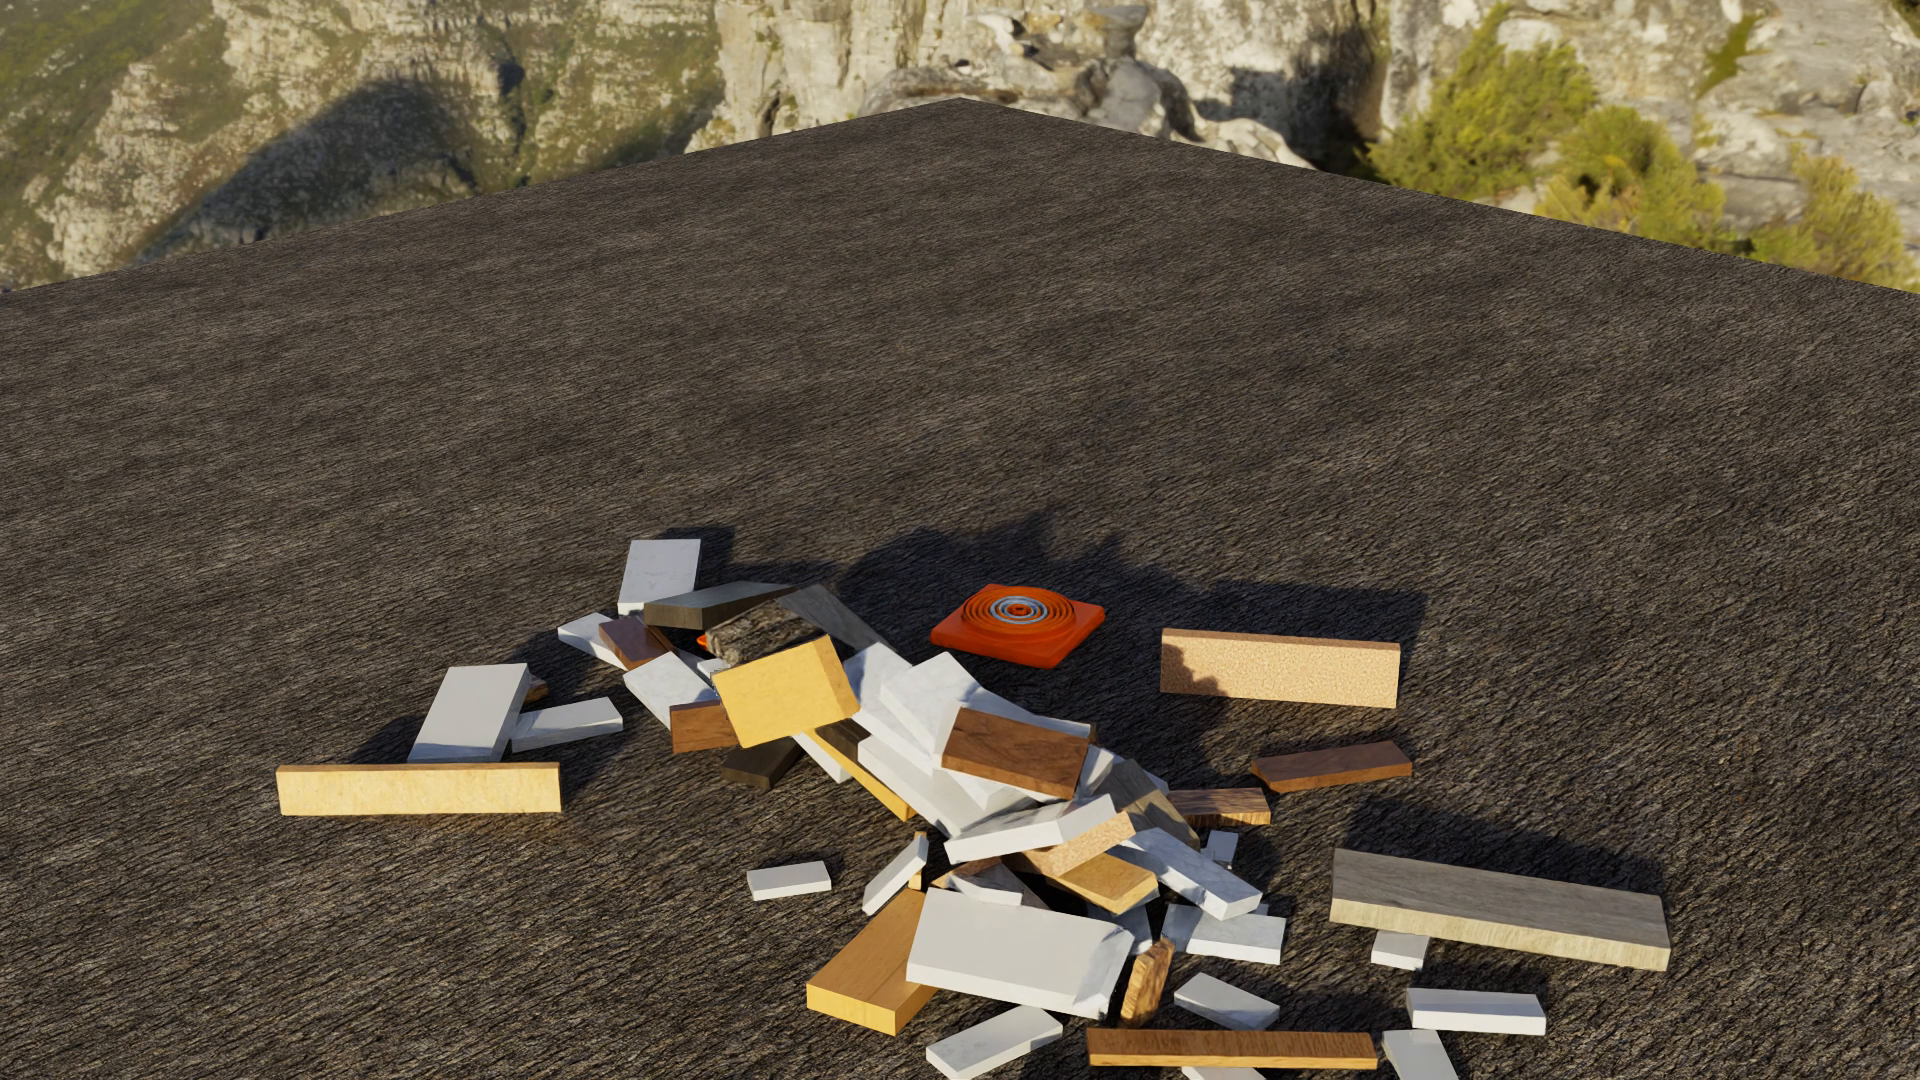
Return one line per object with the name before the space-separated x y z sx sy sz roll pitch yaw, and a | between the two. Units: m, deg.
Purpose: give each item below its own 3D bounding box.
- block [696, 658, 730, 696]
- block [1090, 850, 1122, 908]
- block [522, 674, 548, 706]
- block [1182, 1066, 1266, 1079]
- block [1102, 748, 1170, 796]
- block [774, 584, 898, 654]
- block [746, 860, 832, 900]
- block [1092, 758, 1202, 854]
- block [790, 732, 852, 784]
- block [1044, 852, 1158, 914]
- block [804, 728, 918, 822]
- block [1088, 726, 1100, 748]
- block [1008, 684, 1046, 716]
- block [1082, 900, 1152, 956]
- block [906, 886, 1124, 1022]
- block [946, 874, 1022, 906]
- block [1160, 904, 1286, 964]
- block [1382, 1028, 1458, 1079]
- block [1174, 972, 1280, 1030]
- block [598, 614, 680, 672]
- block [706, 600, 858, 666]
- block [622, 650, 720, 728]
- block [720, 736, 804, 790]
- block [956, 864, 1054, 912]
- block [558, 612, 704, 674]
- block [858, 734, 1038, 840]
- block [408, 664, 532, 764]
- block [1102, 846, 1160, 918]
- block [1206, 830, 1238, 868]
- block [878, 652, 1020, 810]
block | -0.470 0.335 4.872 0.124 0.035 0.247 -12 35 -32
block | 0.242 0.617 4.109 0.100 0.028 0.201 -25 24 -22
block | -1.042 0.349 4.897 0.221 0.031 0.111 -21 31 -40
block | 0.452 0.897 3.615 0.088 0.025 0.175 -13 26 -28
block | 0.325 0.498 4.513 0.099 0.028 0.198 -33 36 -26
block | -0.290 0.213 5.088 0.282 0.040 0.141 39 39 28
block | -0.327 0.650 4.201 0.148 0.021 0.074 -6 24 -14
block | 0.340 0.550 4.347 0.151 0.043 0.301 -19 31 -13
block | -0.296 0.353 4.672 0.178 0.050 0.356 -26 52 -33
block | 0.256 0.619 4.020 0.100 0.028 0.201 -30 26 -30
block | -0.168 0.417 4.545 0.178 0.050 0.356 -29 53 -35
block | 0.158 0.432 4.478 0.252 0.126 0.036 -3 52 10
block | 0.146 0.367 4.866 0.082 0.023 0.164 2 23 4
block | 0.290 0.697 4.079 0.108 0.031 0.217 -1 23 -2
block | 0.097 0.723 3.851 0.352 0.050 0.176 10 40 6
block | 0.041 0.626 3.938 0.079 0.022 0.158 12 -3 -23
block | 0.482 0.720 4.024 0.217 0.031 0.108 5 24 12
block | 0.769 0.879 3.656 0.091 0.026 0.182 -2 23 -4
block | 0.463 0.809 3.825 0.164 0.023 0.082 18 29 36
block | -0.741 0.240 5.070 0.115 0.033 0.230 -11 26 -25
block | -0.363 0.245 4.671 0.178 0.050 0.356 -27 37 -33
block | -0.634 0.338 4.866 0.124 0.035 0.247 -27 36 -23
block | -0.397 0.434 4.644 0.115 0.033 0.230 10 35 23
block | 0.106 0.684 4.019 0.108 0.031 0.217 -15 43 -43
block | -0.720 0.271 5.080 0.513 0.033 0.115 19 30 38
block | -0.026 0.471 4.323 0.172 0.049 0.344 -26 45 -32
block | -1.048 0.385 4.717 0.176 0.050 0.353 -3 29 5
block | 0.281 0.634 4.116 0.100 0.028 0.201 -23 23 -16
block | 0.512 0.606 4.312 0.055 0.016 0.111 6 24 13
block | 0.010 0.369 4.301 0.166 0.047 0.332 -25 55 -33
